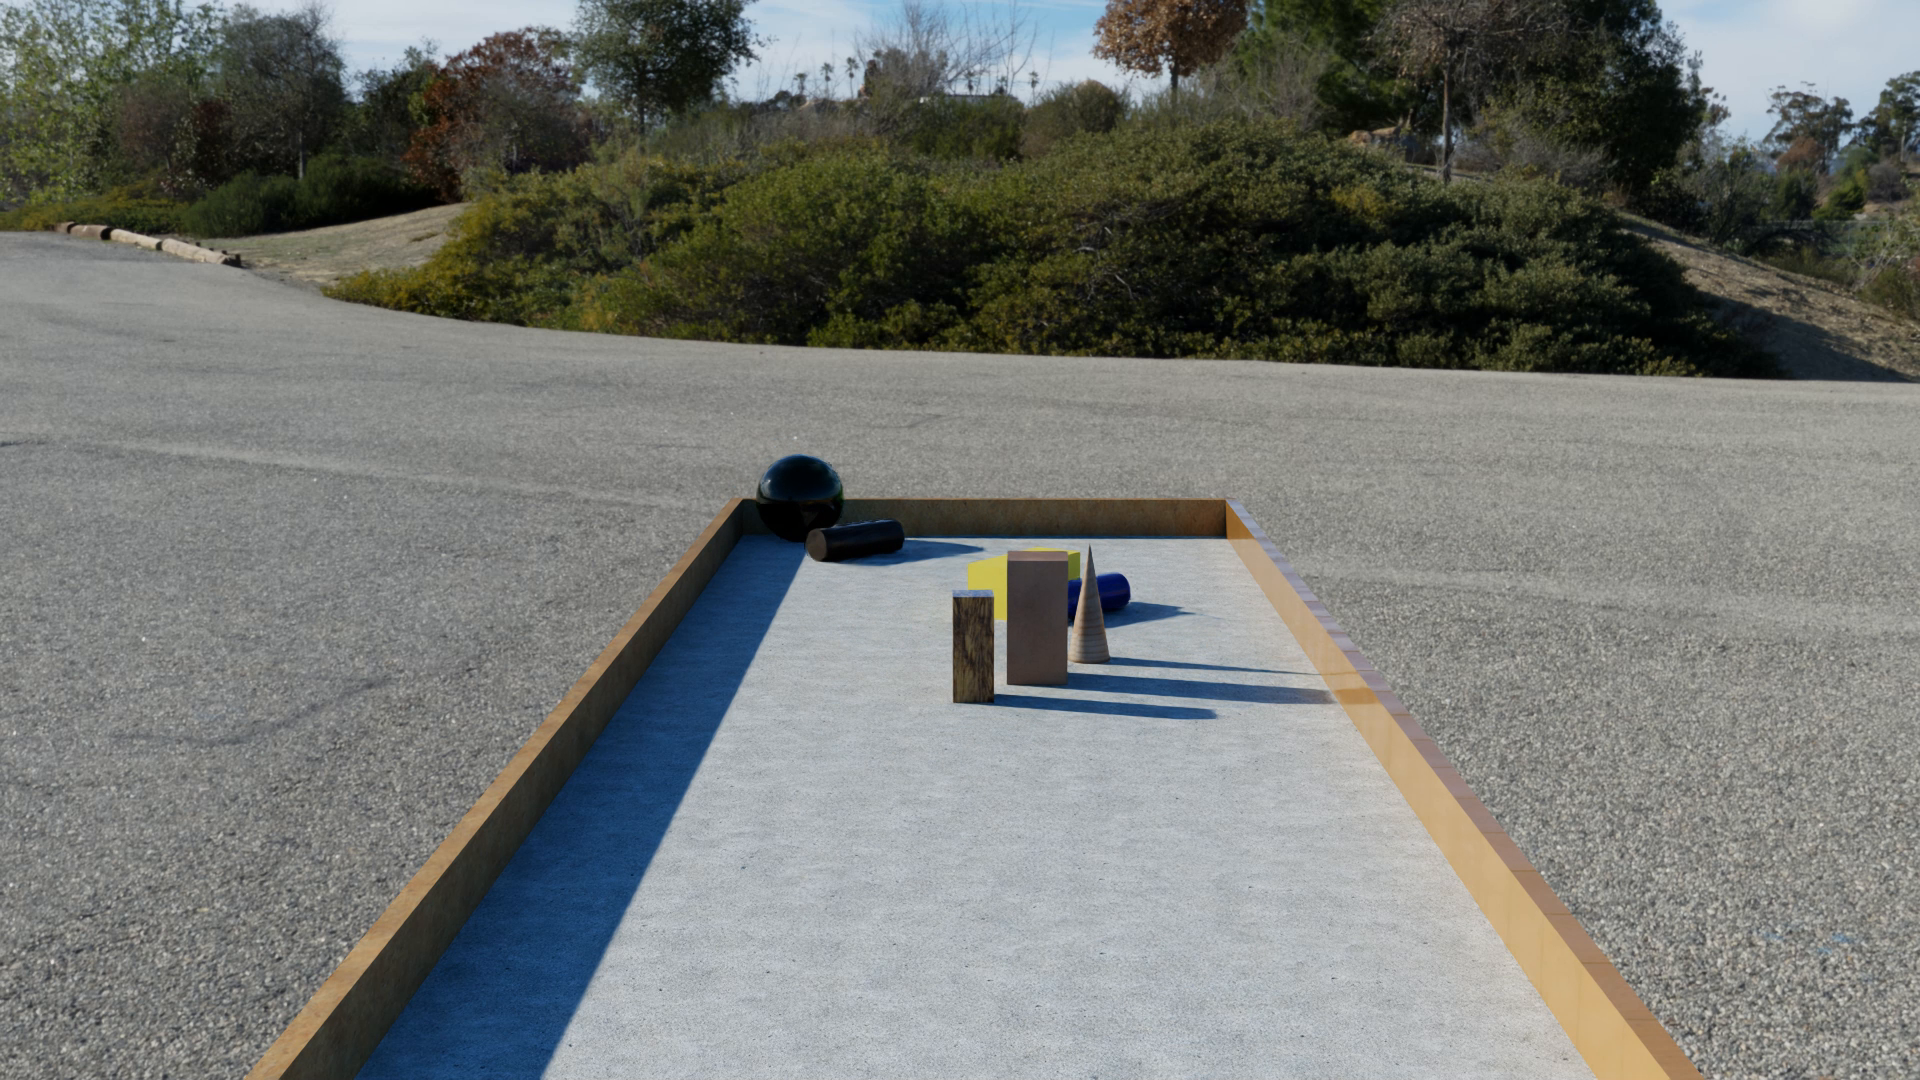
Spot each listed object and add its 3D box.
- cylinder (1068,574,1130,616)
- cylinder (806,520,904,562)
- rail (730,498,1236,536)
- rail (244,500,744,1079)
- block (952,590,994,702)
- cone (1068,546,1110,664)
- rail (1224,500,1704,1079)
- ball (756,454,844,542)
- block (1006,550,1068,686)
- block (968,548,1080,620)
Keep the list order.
[{"bbox_3d":[0.392,0.193,7.406,0.396,0.120,0.120,-8,12,-41],"label":"cylinder"},{"bbox_3d":[-0.408,0.000,8.605,0.389,0.126,0.126,-8,12,-41],"label":"cylinder"},{"bbox_3d":[0.099,-0.098,9.147,2.100,0.150,0.050,0,9,1],"label":"rail"},{"bbox_3d":[-1.004,0.839,3.234,0.050,0.150,12.000,0,9,1],"label":"rail"},{"bbox_3d":[0.036,0.297,6.174,0.114,0.300,0.114,0,9,-2],"label":"block"},{"bbox_3d":[0.393,0.184,6.681,0.132,0.365,0.132,0,9,0],"label":"cone"},{"bbox_3d":[1.046,0.843,3.208,0.050,0.150,12.000,0,9,1],"label":"rail"},{"bbox_3d":[-0.651,-0.170,8.941,0.357,0.357,0.357,0,9,0],"label":"ball"},{"bbox_3d":[0.226,0.226,6.419,0.176,0.364,0.176,0,9,2],"label":"block"},{"bbox_3d":[0.222,0.147,7.522,0.176,0.176,0.432,6,11,35],"label":"block"}]
